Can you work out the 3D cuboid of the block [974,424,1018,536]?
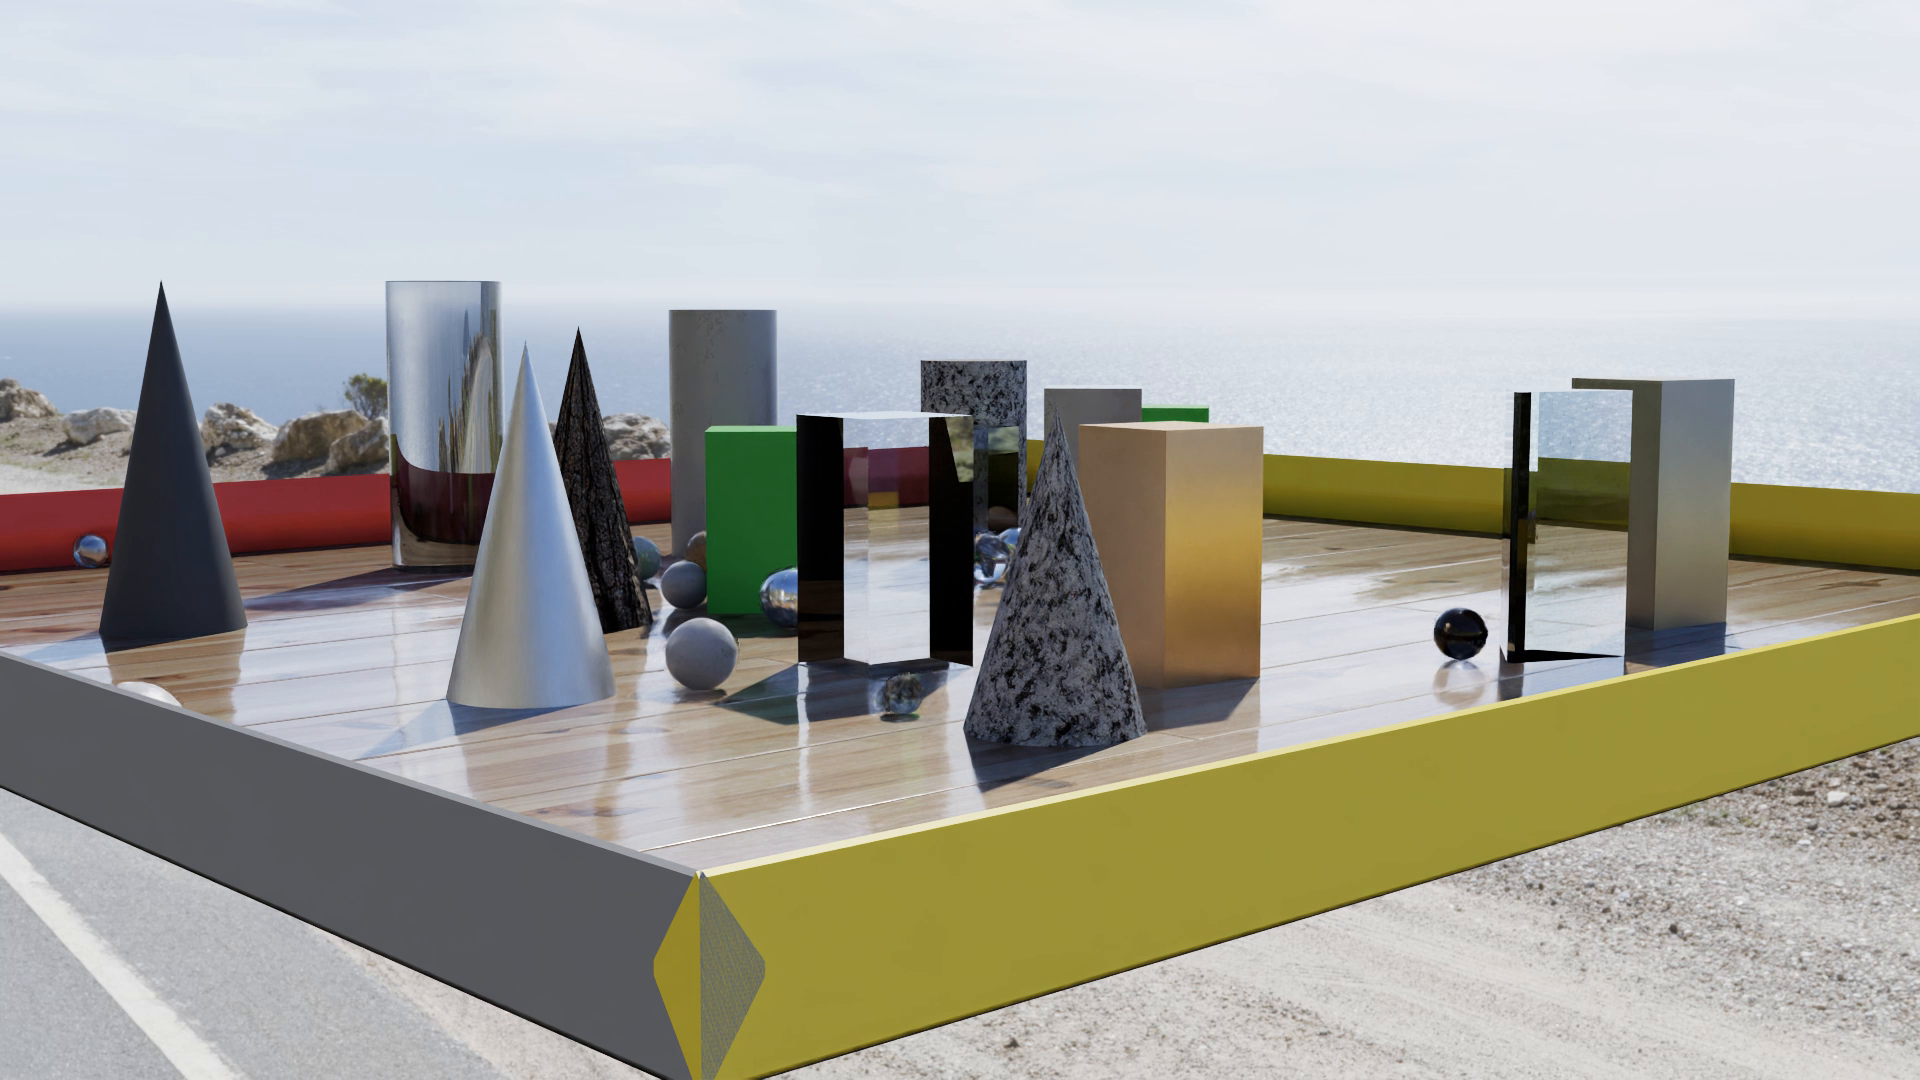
[{"bbox_3d":[-0.007,-0.074,3.817,0.158,0.244,0.158,4,7,32],"label":"block"}]

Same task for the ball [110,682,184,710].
[{"bbox_3d":[-0.773,0.182,2.058,0.099,0.099,0.099,0,6,0],"label":"ball"}]

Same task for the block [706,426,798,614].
[{"bbox_3d":[-0.298,-0.033,3.311,0.158,0.268,0.158,0,6,-3],"label":"block"}]

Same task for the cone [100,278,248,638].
[{"bbox_3d":[-1.107,-0.120,3.071,0.198,0.490,0.198,0,6,0],"label":"cone"}]

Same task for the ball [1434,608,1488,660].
[{"bbox_3d":[0.640,0.119,2.812,0.068,0.068,0.068,0,6,0],"label":"ball"}]

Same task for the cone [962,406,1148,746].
[{"bbox_3d":[0.102,0.030,2.333,0.198,0.345,0.198,0,6,0],"label":"cone"}]

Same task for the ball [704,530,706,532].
[{"bbox_3d":[-0.403,-0.002,3.855,0.092,0.092,0.092,0,6,0],"label":"ball"}]

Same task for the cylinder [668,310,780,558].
[{"bbox_3d":[-0.429,-0.196,4.009,0.198,0.446,0.198,0,6,0],"label":"cylinder"}]

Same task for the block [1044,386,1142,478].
[{"bbox_3d":[0.222,-0.096,3.662,0.158,0.319,0.158,0,6,4],"label":"block"}]

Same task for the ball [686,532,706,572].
[{"bbox_3d":[-0.412,0.026,3.630,0.084,0.084,0.084,0,6,0],"label":"ball"}]

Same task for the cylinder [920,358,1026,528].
[{"bbox_3d":[0.026,-0.159,4.105,0.198,0.353,0.198,0,6,0],"label":"cylinder"}]

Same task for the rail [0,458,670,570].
[{"bbox_3d":[-0.964,-0.075,4.371,3.066,0.129,0.045,-5,8,-42],"label":"rail"}]

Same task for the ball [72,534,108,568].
[{"bbox_3d":[-1.512,0.019,3.825,0.058,0.058,0.058,0,6,0],"label":"ball"}]

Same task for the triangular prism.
[{"bbox_3d":[0.754,-0.025,2.868,0.172,0.343,0.149,-2,6,-19],"label":"triangular prism"}]

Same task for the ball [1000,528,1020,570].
[{"bbox_3d":[0.097,0.016,3.772,0.075,0.075,0.075,0,6,0],"label":"ball"}]

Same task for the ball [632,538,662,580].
[{"bbox_3d":[-0.529,0.031,3.630,0.073,0.073,0.073,0,6,0],"label":"ball"}]

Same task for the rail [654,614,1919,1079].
[{"bbox_3d":[0.964,0.142,2.293,3.066,0.129,0.045,-5,8,-42],"label":"rail"}]

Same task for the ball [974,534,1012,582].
[{"bbox_3d":[0.044,0.030,3.608,0.081,0.081,0.081,0,6,0],"label":"ball"}]

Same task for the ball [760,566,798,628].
[{"bbox_3d":[-0.237,0.080,3.088,0.088,0.088,0.088,0,6,0],"label":"ball"}]

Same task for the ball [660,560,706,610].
[{"bbox_3d":[-0.412,0.067,3.288,0.072,0.072,0.072,0,6,0],"label":"ball"}]

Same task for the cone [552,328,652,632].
[{"bbox_3d":[-0.539,-0.093,3.129,0.198,0.424,0.198,0,6,0],"label":"cone"}]

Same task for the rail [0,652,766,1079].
[{"bbox_3d":[-1.109,0.140,2.314,0.045,0.129,2.891,-5,8,-42],"label":"rail"}]

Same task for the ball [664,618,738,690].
[{"bbox_3d":[-0.304,0.134,2.587,0.086,0.086,0.086,0,6,0],"label":"ball"}]

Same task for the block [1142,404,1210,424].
[{"bbox_3d":[0.388,-0.119,4.144,0.158,0.266,0.158,1,6,7],"label":"block"}]

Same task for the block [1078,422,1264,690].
[{"bbox_3d":[0.255,0.013,2.684,0.158,0.306,0.158,-4,7,-37],"label":"block"}]

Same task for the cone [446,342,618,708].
[{"bbox_3d":[-0.499,-0.026,2.546,0.198,0.412,0.198,0,6,0],"label":"cone"}]

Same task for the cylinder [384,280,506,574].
[{"bbox_3d":[-0.887,-0.199,3.805,0.198,0.494,0.198,0,6,0],"label":"cylinder"}]

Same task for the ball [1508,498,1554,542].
[{"bbox_3d":[1.102,-0.038,4.243,0.085,0.085,0.085,0,6,0],"label":"ball"}]

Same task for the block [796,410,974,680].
[{"bbox_3d":[-0.094,0.001,2.757,0.158,0.315,0.158,-4,7,-37],"label":"block"}]

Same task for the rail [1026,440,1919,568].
[{"bbox_3d":[1.109,-0.073,4.350,0.045,0.129,2.891,-5,8,-42],"label":"rail"}]

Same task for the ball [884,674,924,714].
[{"bbox_3d":[-0.062,0.171,2.431,0.044,0.044,0.044,0,6,0],"label":"ball"}]

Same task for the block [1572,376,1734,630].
[{"bbox_3d":[0.991,-0.058,3.163,0.158,0.348,0.158,-4,7,-34],"label":"block"}]
